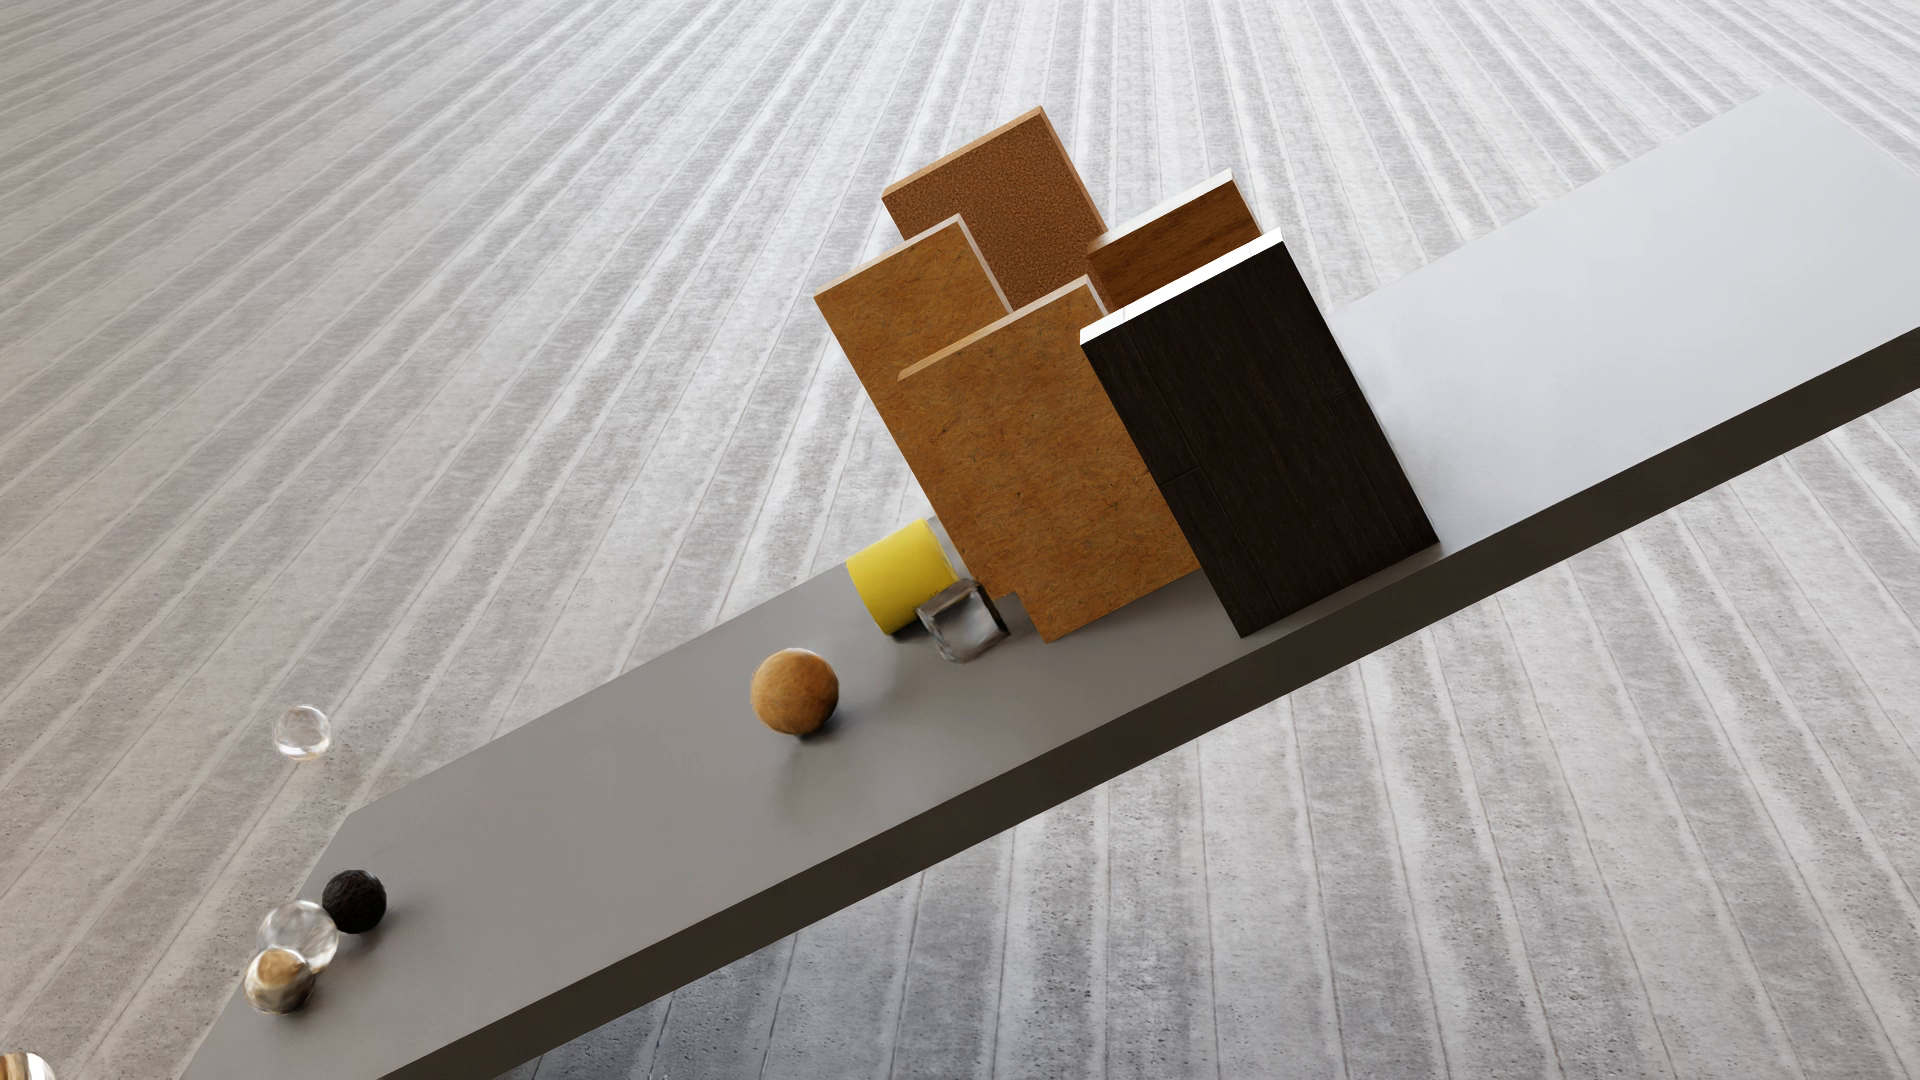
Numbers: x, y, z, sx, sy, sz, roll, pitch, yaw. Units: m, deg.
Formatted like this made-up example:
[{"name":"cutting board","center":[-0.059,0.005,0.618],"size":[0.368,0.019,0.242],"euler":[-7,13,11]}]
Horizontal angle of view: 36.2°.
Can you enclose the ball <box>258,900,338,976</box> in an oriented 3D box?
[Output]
[{"name":"ball","center":[-1.444,0.871,6.412],"size":[0.172,0.172,0.172],"euler":[0,18,0]}]

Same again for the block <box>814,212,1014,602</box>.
[{"name":"block","center":[0.029,-0.274,6.250],"size":[0.344,0.766,0.085],"euler":[-27,14,11]}]

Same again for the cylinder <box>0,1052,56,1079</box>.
[{"name":"cylinder","center":[-1.950,1.179,6.094],"size":[0.173,0.173,0.173],"euler":[-7,20,-21]}]

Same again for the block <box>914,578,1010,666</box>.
[{"name":"block","center":[0.005,0.169,6.085],"size":[0.124,0.124,0.124],"euler":[-33,14,-12]}]

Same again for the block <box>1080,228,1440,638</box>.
[{"name":"block","center":[0.536,-0.187,5.251],"size":[0.396,0.618,0.113],"euler":[-27,14,11]}]

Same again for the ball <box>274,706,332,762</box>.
[{"name":"ball","center":[-1.826,0.538,8.169],"size":[0.157,0.157,0.157],"euler":[0,18,0]}]

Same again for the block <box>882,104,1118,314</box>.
[{"name":"block","center":[0.194,-0.552,6.823],"size":[0.411,0.799,0.120],"euler":[-27,14,11]}]

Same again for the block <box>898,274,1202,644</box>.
[{"name":"block","center":[0.209,-0.155,5.800],"size":[0.417,0.612,0.083],"euler":[-27,14,11]}]

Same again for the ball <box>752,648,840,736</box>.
[{"name":"ball","center":[-0.344,0.316,6.142],"size":[0.182,0.182,0.182],"euler":[0,18,0]}]

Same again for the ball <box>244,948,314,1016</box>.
[{"name":"ball","center":[-1.444,0.937,6.243],"size":[0.144,0.144,0.144],"euler":[0,18,0]}]

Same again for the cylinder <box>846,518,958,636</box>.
[{"name":"cylinder","center":[-0.122,0.080,6.502],"size":[0.194,0.194,0.194],"euler":[-29,18,4]}]

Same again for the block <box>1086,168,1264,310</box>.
[{"name":"block","center":[0.560,-0.505,6.522],"size":[0.355,0.515,0.138],"euler":[-27,14,11]}]

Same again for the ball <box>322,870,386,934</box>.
[{"name":"ball","center":[-1.342,0.801,6.517],"size":[0.142,0.142,0.142],"euler":[0,18,0]}]

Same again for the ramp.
[{"name":"ramp","center":[0.141,0.167,6.282],"size":[4.000,0.100,2.000],"euler":[-27,14,11]}]
